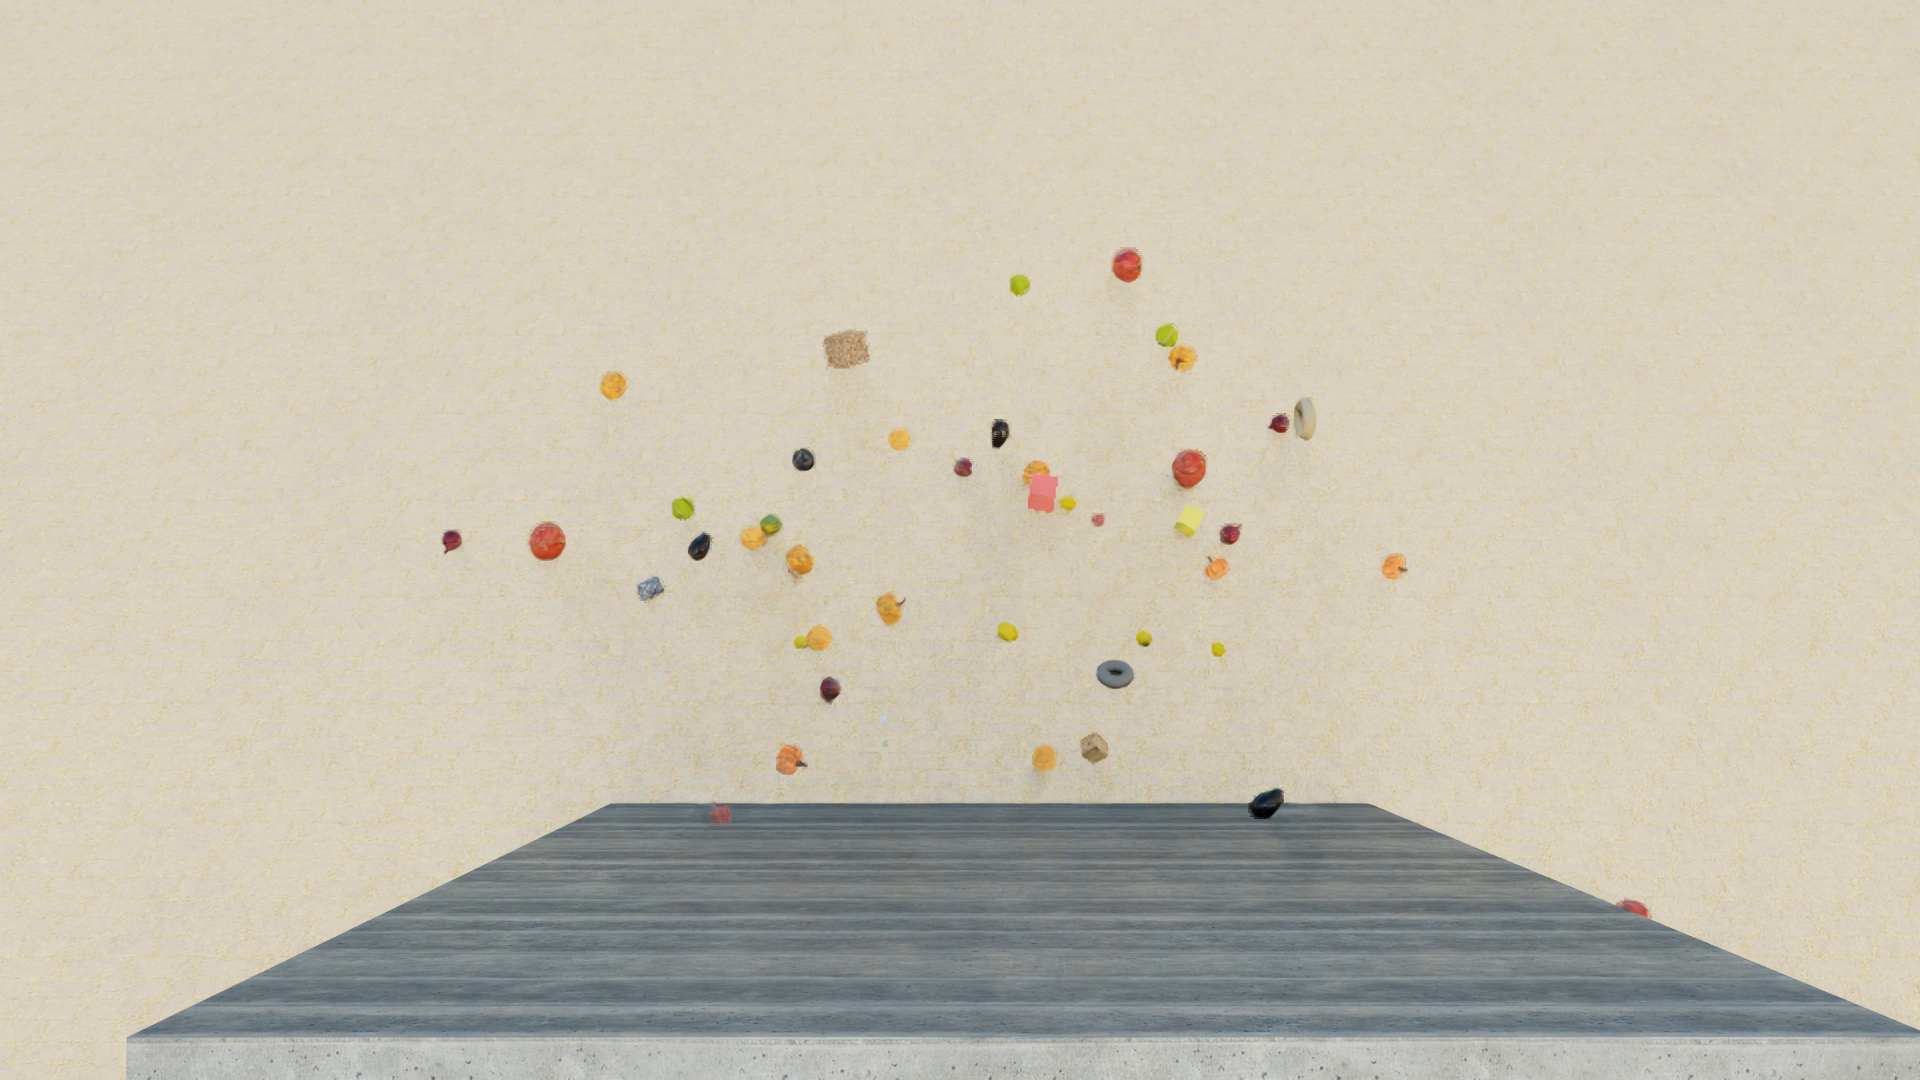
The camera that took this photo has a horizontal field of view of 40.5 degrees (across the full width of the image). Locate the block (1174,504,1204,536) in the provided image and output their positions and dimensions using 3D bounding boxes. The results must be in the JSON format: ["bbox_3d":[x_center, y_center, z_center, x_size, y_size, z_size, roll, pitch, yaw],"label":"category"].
[{"bbox_3d":[0.701,-0.058,7.949,0.063,0.063,0.063,27,69,6],"label":"block"}]

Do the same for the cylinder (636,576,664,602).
[{"bbox_3d":[-0.920,0.145,7.715,0.055,0.055,0.055,28,44,33],"label":"cylinder"}]

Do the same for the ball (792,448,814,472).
[{"bbox_3d":[-0.498,-0.254,8.261,0.071,0.071,0.071,0,36,0],"label":"ball"}]

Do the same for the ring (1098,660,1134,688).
[{"bbox_3d":[0.444,0.382,7.409,0.107,0.036,0.107,0,37,0],"label":"ring"}]

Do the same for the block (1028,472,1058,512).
[{"bbox_3d":[0.255,-0.146,8.024,0.080,0.080,0.080,9,54,2],"label":"block"}]

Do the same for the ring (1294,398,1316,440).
[{"bbox_3d":[1.096,-0.384,8.253,0.045,0.134,0.134,-5,36,-12],"label":"ring"}]

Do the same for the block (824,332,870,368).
[{"bbox_3d":[-0.377,-0.633,8.646,0.099,0.099,0.099,-21,19,-36],"label":"block"}]

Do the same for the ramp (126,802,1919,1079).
[{"bbox_3d":[0.079,0.672,4.868,2.000,0.100,4.000,0,-2,0],"label":"ramp"}]

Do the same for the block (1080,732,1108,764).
[{"bbox_3d":[0.365,0.566,7.066,0.052,0.052,0.052,-29,38,26],"label":"block"}]
